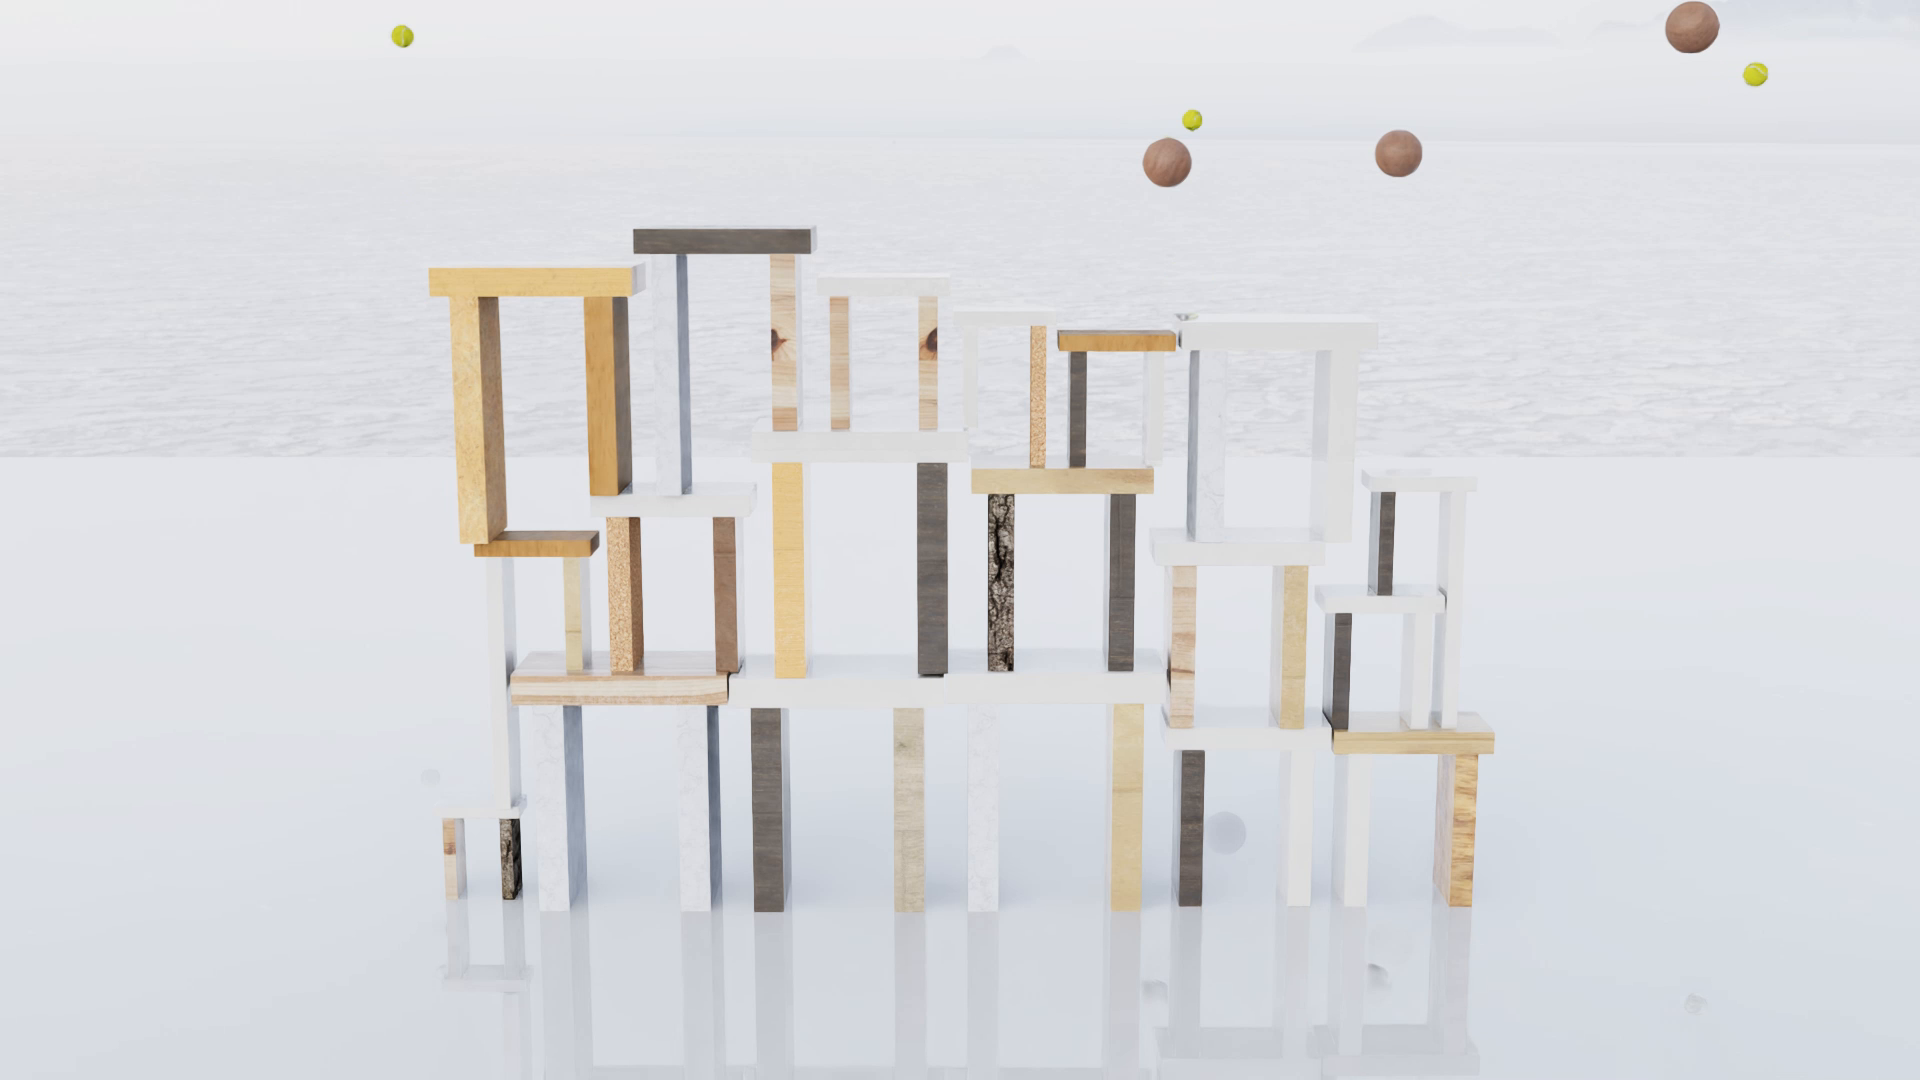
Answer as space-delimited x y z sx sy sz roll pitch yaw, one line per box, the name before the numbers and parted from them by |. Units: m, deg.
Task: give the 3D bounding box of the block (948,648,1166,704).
block | 0.154 0.222 3.604 0.349 0.049 0.175 0 11 0

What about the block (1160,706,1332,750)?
block | 0.467 0.309 3.621 0.266 0.038 0.133 0 11 0

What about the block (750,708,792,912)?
block | -0.311 0.422 3.634 0.049 0.343 0.171 0 11 0

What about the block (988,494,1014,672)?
block | 0.066 0.056 3.572 0.041 0.288 0.144 0 11 0

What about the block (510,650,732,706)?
block | -0.546 0.225 3.605 0.346 0.049 0.173 0 11 0

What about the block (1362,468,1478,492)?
block | 0.739 -0.097 3.544 0.169 0.024 0.085 0 11 0

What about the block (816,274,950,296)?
block | -0.120 -0.405 3.485 0.209 0.030 0.104 0 11 0

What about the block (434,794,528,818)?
block | -0.794 0.441 3.646 0.140 0.020 0.070 0 11 0

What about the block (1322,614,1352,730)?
block | 0.617 0.204 3.599 0.027 0.194 0.097 0 11 0

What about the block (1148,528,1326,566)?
block | 0.445 0.010 3.556 0.268 0.038 0.134 0 11 0

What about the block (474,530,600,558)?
block | -0.684 0.006 3.561 0.186 0.026 0.093 0 11 0

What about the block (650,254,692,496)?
block | -0.459 -0.268 3.505 0.039 0.379 0.138 0 11 0

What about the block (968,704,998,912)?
block | 0.038 0.418 3.640 0.049 0.349 0.175 0 11 0

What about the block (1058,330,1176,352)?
block | 0.248 -0.317 3.499 0.183 0.026 0.091 0 11 0

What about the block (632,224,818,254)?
block | -0.367 -0.474 3.468 0.275 0.039 0.138 0 11 0

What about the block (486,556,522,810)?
block | -0.747 0.226 3.602 0.026 0.421 0.093 0 11 0

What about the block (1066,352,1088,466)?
block | 0.187 -0.215 3.518 0.026 0.183 0.091 0 11 0

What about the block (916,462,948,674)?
block | -0.044 0.031 3.564 0.048 0.341 0.171 0 11 0

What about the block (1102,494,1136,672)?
block | 0.258 0.056 3.572 0.041 0.288 0.144 0 11 0

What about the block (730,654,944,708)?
block | -0.197 0.230 3.599 0.343 0.049 0.171 0 11 0

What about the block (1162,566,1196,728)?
block | 0.357 0.160 3.585 0.038 0.268 0.134 0 11 0

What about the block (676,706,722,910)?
block | -0.431 0.419 3.642 0.049 0.346 0.173 0 11 0

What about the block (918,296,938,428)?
block | -0.050 -0.288 3.507 0.030 0.209 0.104 0 11 0

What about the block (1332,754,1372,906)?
block | 0.648 0.462 3.647 0.037 0.259 0.130 0 11 0

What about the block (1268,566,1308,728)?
block | 0.535 0.160 3.583 0.038 0.268 0.134 0 11 0

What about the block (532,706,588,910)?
block | -0.661 0.419 3.641 0.049 0.346 0.173 0 11 0

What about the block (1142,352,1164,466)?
block | 0.309 -0.215 3.518 0.026 0.183 0.091 0 11 0

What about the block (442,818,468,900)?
block | -0.841 0.520 3.660 0.020 0.140 0.070 0 11 0

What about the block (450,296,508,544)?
block | -0.771 -0.200 3.527 0.044 0.391 0.157 0 11 0

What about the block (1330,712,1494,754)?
block | 0.735 0.317 3.620 0.259 0.037 0.130 0 11 0

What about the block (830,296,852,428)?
block | -0.189 -0.288 3.507 0.030 0.209 0.104 0 11 0

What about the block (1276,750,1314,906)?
block | 0.556 0.458 3.649 0.038 0.266 0.133 0 11 0

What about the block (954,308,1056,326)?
block | 0.071 -0.355 3.491 0.162 0.023 0.081 0 11 0

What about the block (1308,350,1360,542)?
block | 0.599 -0.160 3.528 0.043 0.305 0.153 1 11 0

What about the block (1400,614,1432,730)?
block | 0.746 0.204 3.599 0.027 0.194 0.097 0 11 0

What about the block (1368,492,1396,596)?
block | 0.683 -0.002 3.561 0.024 0.169 0.085 0 11 0

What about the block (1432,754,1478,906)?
block | 0.821 0.462 3.647 0.037 0.259 0.130 0 11 0

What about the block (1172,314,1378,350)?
block | 0.498 -0.331 3.498 0.305 0.043 0.153 0 11 0

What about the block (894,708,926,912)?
block | -0.083 0.422 3.634 0.049 0.343 0.171 0 11 0

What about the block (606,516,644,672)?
block | -0.544 0.076 3.578 0.036 0.254 0.127 0 11 0

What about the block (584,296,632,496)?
block | -0.562 -0.238 3.521 0.044 0.314 0.157 0 11 0

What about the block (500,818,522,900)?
block | -0.747 0.520 3.660 0.020 0.140 0.070 0 11 0

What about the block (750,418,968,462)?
block | -0.157 -0.161 3.528 0.341 0.048 0.171 0 11 0

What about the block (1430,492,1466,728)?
block | 0.795 0.107 3.581 0.024 0.390 0.085 0 11 0

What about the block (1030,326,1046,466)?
block | 0.125 -0.234 3.513 0.023 0.223 0.081 0 11 0

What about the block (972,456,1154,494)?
block | 0.162 -0.106 3.542 0.288 0.041 0.144 0 11 0

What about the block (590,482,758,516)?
block | -0.460 -0.066 3.552 0.254 0.036 0.127 0 11 0

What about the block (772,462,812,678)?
block | -0.271 0.034 3.564 0.048 0.348 0.171 0 11 0

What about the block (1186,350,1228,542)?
block | 0.395 -0.160 3.529 0.043 0.305 0.153 0 11 0

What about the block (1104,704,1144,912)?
block | 0.271 0.418 3.640 0.049 0.349 0.175 0 11 0

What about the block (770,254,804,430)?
block | -0.275 -0.319 3.495 0.039 0.275 0.138 0 11 0

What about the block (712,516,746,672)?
block | -0.375 0.076 3.578 0.036 0.254 0.127 0 11 0

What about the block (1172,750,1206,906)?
block | 0.378 0.458 3.649 0.038 0.266 0.133 0 11 0

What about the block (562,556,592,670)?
block | -0.622 0.110 3.581 0.026 0.186 0.093 0 11 0

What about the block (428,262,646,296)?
block | -0.667 -0.415 3.488 0.314 0.044 0.157 0 11 0

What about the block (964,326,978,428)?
block | 0.017 -0.264 3.508 0.023 0.162 0.081 0 11 0

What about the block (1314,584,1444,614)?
block | 0.681 0.095 3.578 0.194 0.027 0.097 0 11 0
